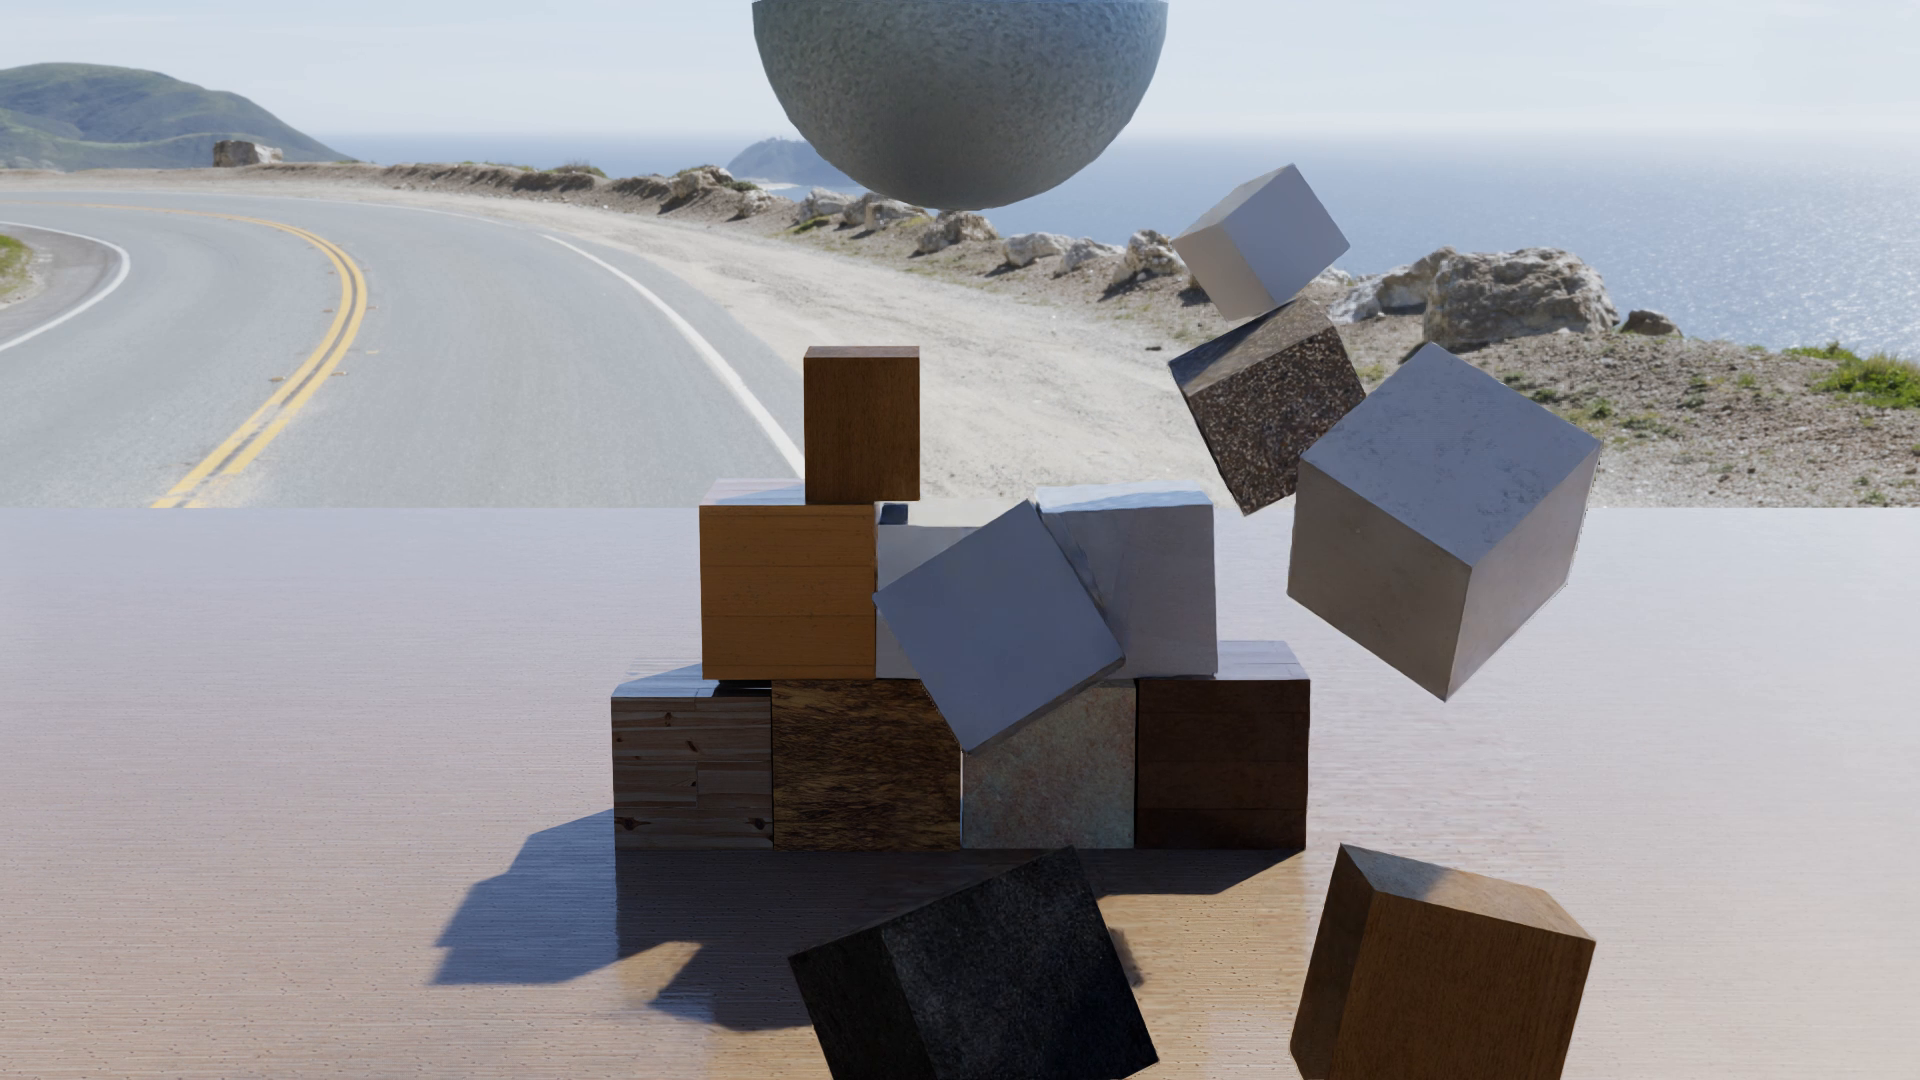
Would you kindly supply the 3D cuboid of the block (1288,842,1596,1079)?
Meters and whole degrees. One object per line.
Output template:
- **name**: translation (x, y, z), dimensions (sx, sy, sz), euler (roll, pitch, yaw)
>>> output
- **block**: translation (1.616, 1.553, 7.480), dimensions (0.740, 0.761, 0.671), euler (13, 5, -1)

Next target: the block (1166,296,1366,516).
- **block**: translation (1.541, -0.667, 10.755), dimensions (0.760, 0.663, 0.730), euler (-26, 17, 6)

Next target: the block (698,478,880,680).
- **block**: translation (-0.846, 0.183, 11.203), dimensions (0.853, 0.873, 0.855), euler (0, 10, 0)

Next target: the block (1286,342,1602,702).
- **block**: translation (1.767, -0.069, 8.134), dimensions (0.751, 0.810, 0.761), euler (36, 62, 28)

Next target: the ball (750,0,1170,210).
- **ball**: translation (0.000, -2.068, 8.412), dimensions (1.600, 1.600, 1.600), euler (0, 10, 0)

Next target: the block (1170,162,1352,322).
- **block**: translation (1.549, -1.530, 11.380), dimensions (0.526, 0.527, 0.607), euler (-40, 10, -16)

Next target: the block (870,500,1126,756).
- **block**: translation (0.192, 0.420, 10.140), dimensions (0.829, 0.824, 0.662), euler (-32, -8, 0)

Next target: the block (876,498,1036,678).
- **block**: translation (-0.014, 0.235, 11.209), dimensions (0.783, 0.768, 0.864), euler (1, 10, 0)

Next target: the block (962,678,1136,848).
- **block**: translation (0.443, 1.064, 11.391), dimensions (0.857, 0.832, 0.871), euler (0, 10, 0)

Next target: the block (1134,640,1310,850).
- **block**: translation (1.309, 1.044, 11.378), dimensions (0.849, 0.876, 0.870), euler (0, 10, 0)

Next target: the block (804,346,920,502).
- **block**: translation (-0.485, -0.593, 11.047), dimensions (0.565, 0.709, 0.598), euler (0, 10, -1)

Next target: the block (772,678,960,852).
- **block**: translation (-0.462, 1.043, 11.372), dimensions (0.932, 0.879, 0.919), euler (0, 10, 0)

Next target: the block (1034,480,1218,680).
- **block**: translation (0.834, 0.195, 11.192), dimensions (0.837, 0.856, 0.736), euler (-3, 11, -1)

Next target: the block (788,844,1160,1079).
- **block**: translation (0.038, 1.611, 7.566), dimensions (0.826, 0.785, 0.692), euler (-17, -9, -34)

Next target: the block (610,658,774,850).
- **block**: translation (-1.334, 1.089, 11.374), dimensions (0.792, 0.788, 0.850), euler (0, 10, 0)
